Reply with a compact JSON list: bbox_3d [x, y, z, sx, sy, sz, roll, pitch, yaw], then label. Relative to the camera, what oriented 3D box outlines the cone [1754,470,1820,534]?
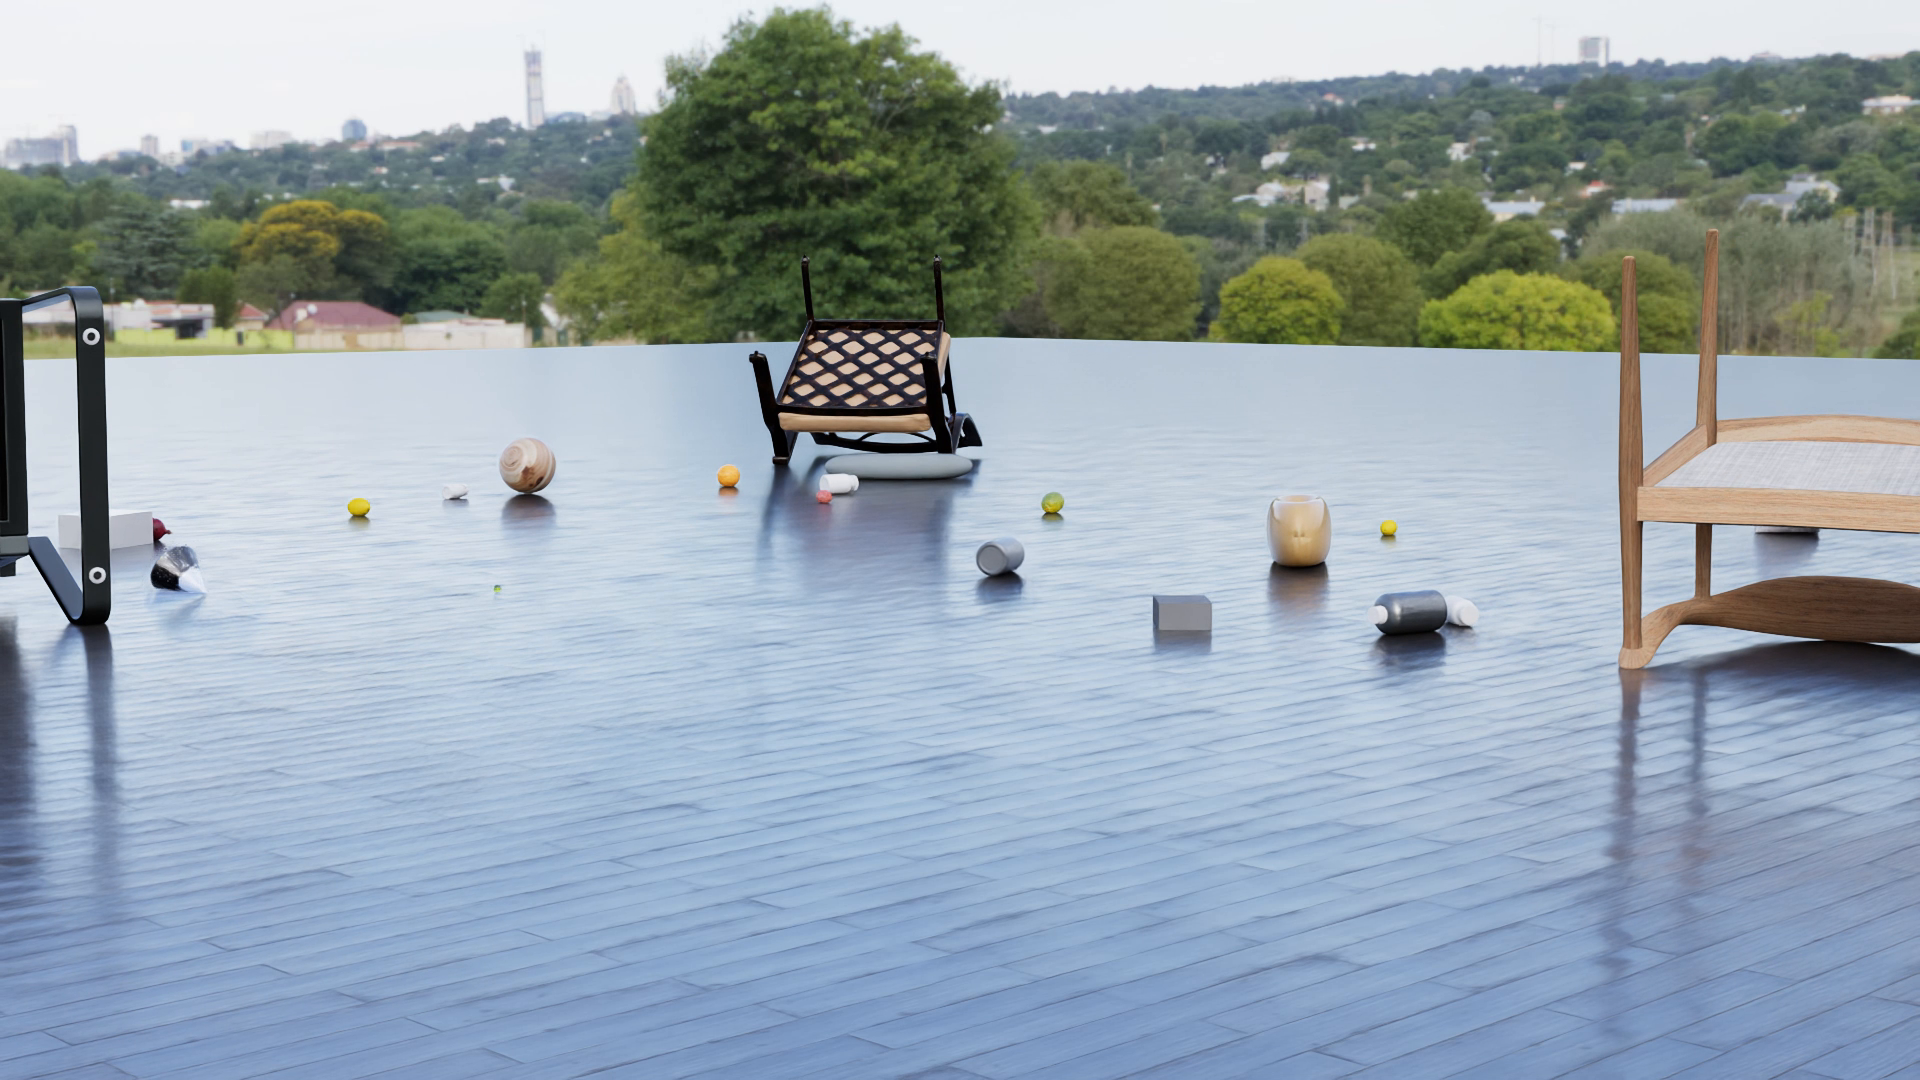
[{"bbox_3d":[2.085,-0.058,6.586,0.123,0.215,0.207,-41,21,0],"label":"cone"}]

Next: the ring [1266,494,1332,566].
[{"bbox_3d":[0.785,-0.024,5.940,0.150,0.147,0.435,-2,4,8],"label":"ring"}]

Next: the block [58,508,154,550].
[{"bbox_3d":[-2.090,-0.027,6.278,0.143,0.081,0.169,2,6,23],"label":"block"}]

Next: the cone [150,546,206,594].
[{"bbox_3d":[-1.608,0.084,5.360,0.115,0.101,0.113,32,51,28],"label":"cone"}]

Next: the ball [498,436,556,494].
[{"bbox_3d":[-1.310,-0.226,7.771,0.172,0.172,0.172,0,6,0],"label":"ball"}]

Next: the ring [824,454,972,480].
[{"bbox_3d":[-0.200,-0.240,8.368,0.483,0.078,0.200,0,5,0],"label":"ring"}]

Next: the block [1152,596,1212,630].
[{"bbox_3d":[0.419,0.137,4.843,0.099,0.050,0.121,0,6,-1],"label":"block"}]
